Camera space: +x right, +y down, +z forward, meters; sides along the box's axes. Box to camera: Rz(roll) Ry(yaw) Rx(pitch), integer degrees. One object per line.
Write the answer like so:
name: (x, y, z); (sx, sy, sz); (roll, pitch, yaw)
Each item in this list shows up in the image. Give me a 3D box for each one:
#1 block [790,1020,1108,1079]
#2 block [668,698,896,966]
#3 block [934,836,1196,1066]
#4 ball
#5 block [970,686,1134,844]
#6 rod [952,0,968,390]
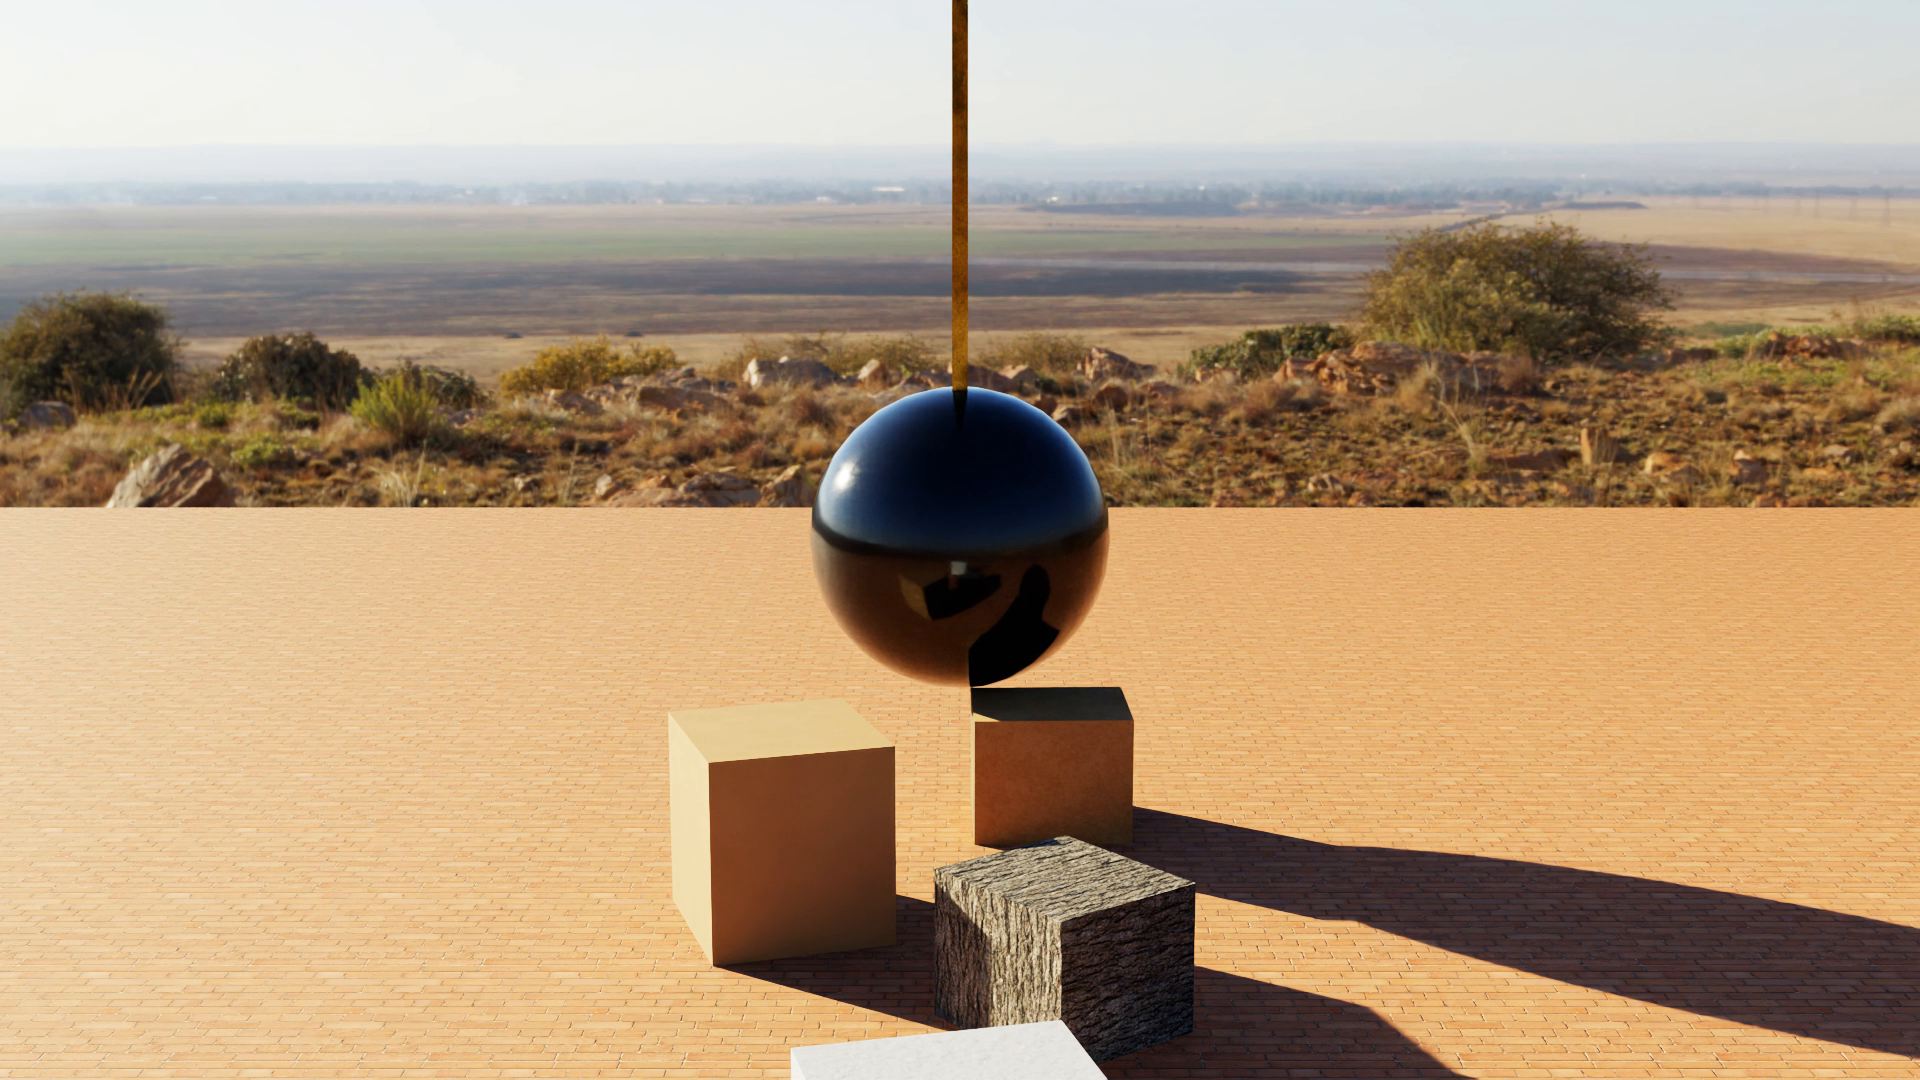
block: (0.004, 1.980, 6.445); (0.856, 0.797, 0.810); (-3, 11, -14)
block: (-0.813, 1.290, 9.932); (0.826, 0.908, 0.890); (-3, 11, -18)
block: (0.413, 1.641, 8.801); (0.699, 0.621, 0.778); (-8, 13, -38)
ball: (0.000, -0.015, 11.686); (1.600, 1.600, 1.600); (0, 10, 0)
block: (0.464, 1.159, 11.395); (0.799, 0.642, 0.692); (0, 10, -1)
rod: (0.000, -3.298, 10.801); (0.080, 5.200, 0.080); (0, 15, 0)
